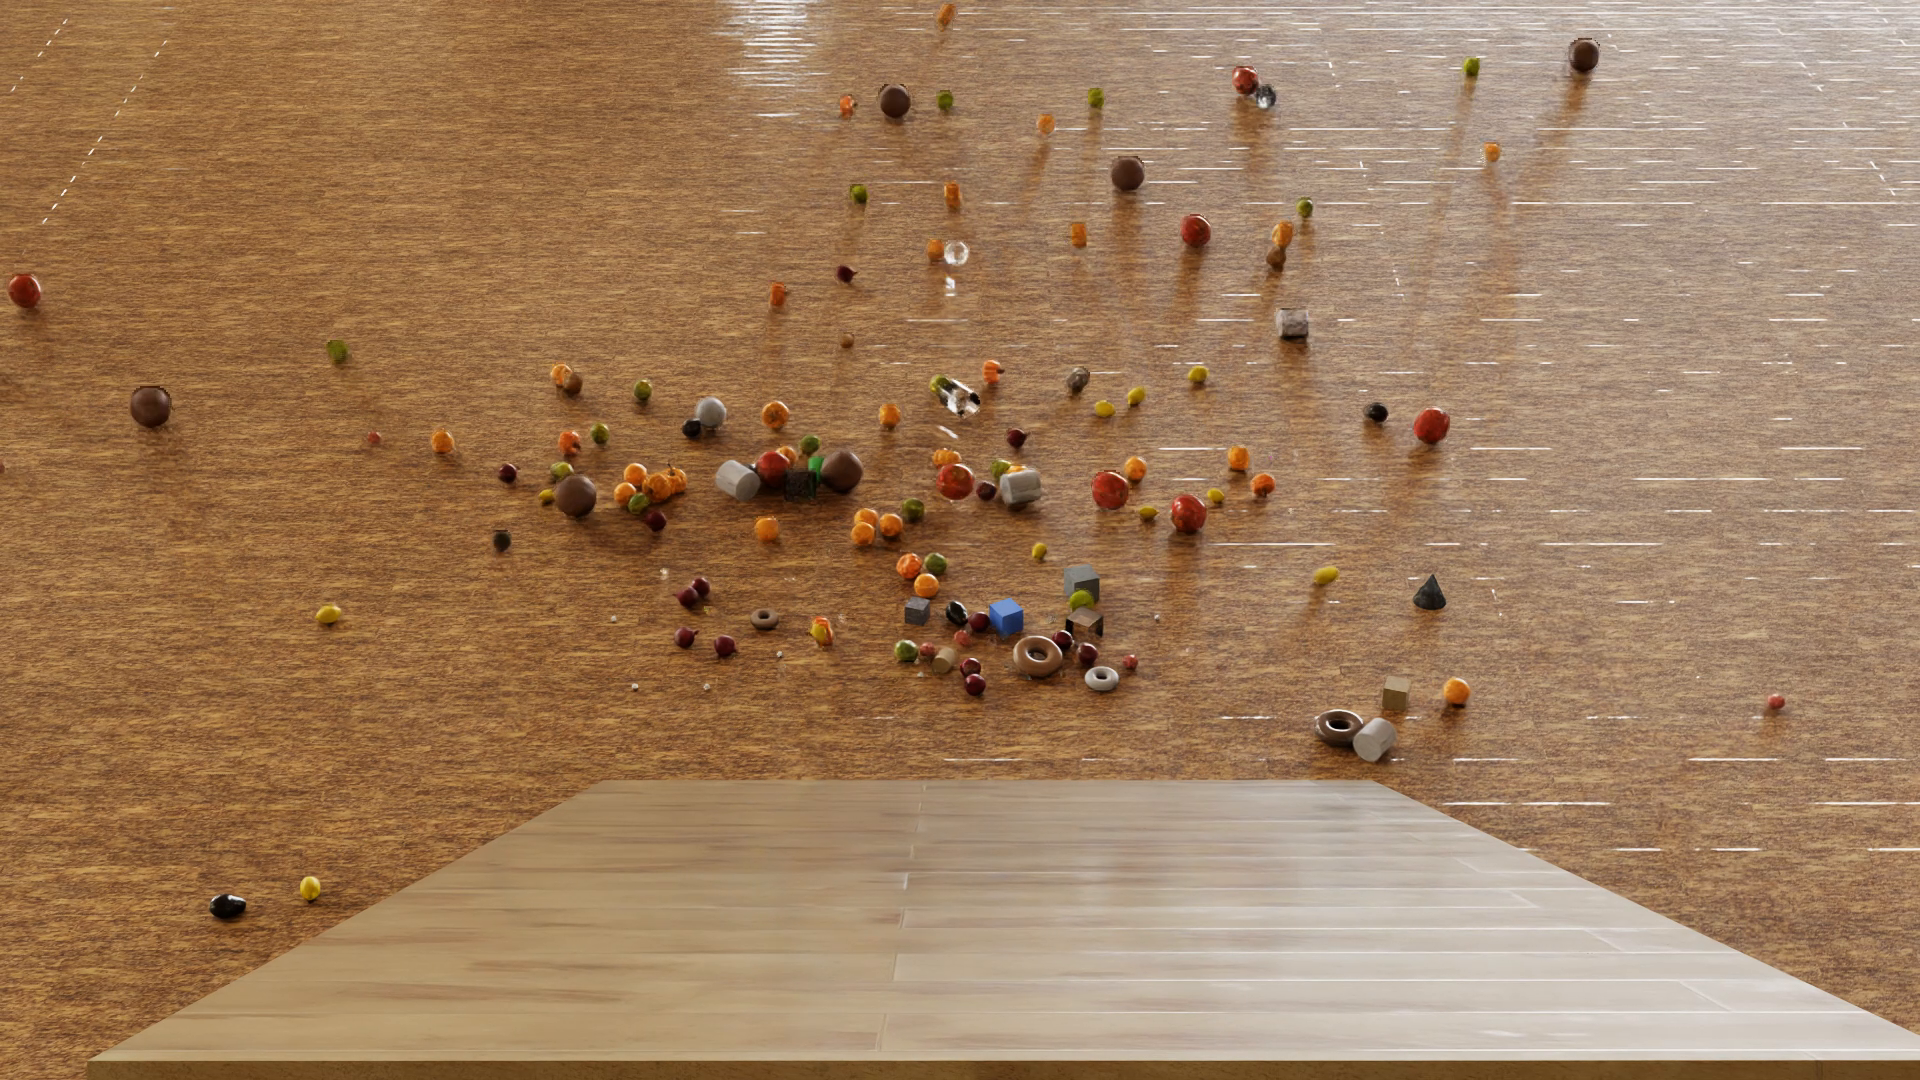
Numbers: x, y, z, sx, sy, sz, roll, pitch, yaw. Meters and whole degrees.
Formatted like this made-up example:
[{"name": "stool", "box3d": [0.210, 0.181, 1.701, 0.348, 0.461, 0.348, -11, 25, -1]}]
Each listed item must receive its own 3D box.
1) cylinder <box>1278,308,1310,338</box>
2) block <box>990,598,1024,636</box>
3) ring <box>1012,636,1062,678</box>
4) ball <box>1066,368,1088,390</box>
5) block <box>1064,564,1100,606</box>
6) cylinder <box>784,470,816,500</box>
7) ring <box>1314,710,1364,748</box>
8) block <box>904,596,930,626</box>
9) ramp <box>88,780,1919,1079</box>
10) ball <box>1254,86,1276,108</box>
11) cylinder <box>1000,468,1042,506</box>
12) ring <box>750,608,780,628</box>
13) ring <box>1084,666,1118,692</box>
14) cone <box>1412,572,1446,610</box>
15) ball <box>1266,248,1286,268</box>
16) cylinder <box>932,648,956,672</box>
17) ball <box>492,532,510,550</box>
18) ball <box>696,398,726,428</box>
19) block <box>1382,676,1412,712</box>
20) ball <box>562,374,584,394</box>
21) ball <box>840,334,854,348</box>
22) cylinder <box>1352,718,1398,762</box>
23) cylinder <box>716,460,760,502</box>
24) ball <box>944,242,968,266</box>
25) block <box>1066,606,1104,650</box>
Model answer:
[{"name": "cylinder", "box3d": [1.148, -0.748, 8.939, 0.094, 0.094, 0.094, -3, 33, -4]}, {"name": "block", "box3d": [0.133, 0.223, 7.460, 0.071, 0.071, 0.071, -18, 37, -26]}, {"name": "ring", "box3d": [0.219, 0.328, 7.306, 0.144, 0.048, 0.144, 6, 44, -6]}, {"name": "ball", "box3d": [0.390, -0.535, 8.628, 0.075, 0.075, 0.075, 0, 33, 0]}, {"name": "block", "box3d": [0.356, 0.130, 7.596, 0.079, 0.079, 0.079, -11, 35, -17]}, {"name": "cylinder", "box3d": [-0.496, -0.170, 8.047, 0.092, 0.092, 0.092, 0, 33, 0]}, {"name": "ring", "box3d": [1.031, 0.511, 7.037, 0.141, 0.047, 0.141, -1, 32, 1]}, {"name": "block", "box3d": [-0.123, 0.206, 7.499, 0.057, 0.057, 0.057, 11, 35, 17]}, {"name": "ramp", "box3d": [0.073, 0.639, 4.751, 2.000, 0.100, 4.000, 0, -1, 0]}, {"name": "ball", "box3d": [1.246, -1.806, 10.577, 0.091, 0.091, 0.091, 0, 33, 0]}, {"name": "cylinder", "box3d": [0.188, -0.163, 8.030, 0.099, 0.099, 0.099, -12, 35, -17]}, {"name": "ring", "box3d": [-0.565, 0.228, 7.493, 0.084, 0.028, 0.084, -1, 32, 0]}, {"name": "ring", "box3d": [0.396, 0.388, 7.242, 0.096, 0.032, 0.096, 1, 33, -1]}, {"name": "cone", "box3d": [1.375, 0.137, 7.568, 0.098, 0.098, 0.098, 0, 33, 0]}, {"name": "ball", "box3d": [1.144, -1.021, 9.382, 0.072, 0.072, 0.072, 0, 33, 0]}, {"name": "cylinder", "box3d": [-0.044, 0.338, 7.299, 0.053, 0.053, 0.053, 12, 32, 18]}, {"name": "ball", "box3d": [-1.382, 0.003, 7.814, 0.056, 0.056, 0.056, 0, 33, 0]}, {"name": "ball", "box3d": [-0.807, -0.410, 8.412, 0.099, 0.099, 0.099, 0, 33, 0]}, {"name": "block", "box3d": [1.205, 0.423, 7.157, 0.064, 0.064, 0.064, 11, 34, 16]}, {"name": "ball", "box3d": [-1.284, -0.518, 8.606, 0.069, 0.069, 0.069, 0, 33, 0]}, {"name": "ball", "box3d": [-0.387, -0.681, 8.877, 0.050, 0.050, 0.050, 0, 33, 0]}, {"name": "cylinder", "box3d": [1.114, 0.536, 6.963, 0.086, 0.086, 0.086, 23, 39, 31]}, {"name": "cylinder", "box3d": [-0.692, -0.183, 8.063, 0.098, 0.098, 0.098, -28, 42, -36]}, {"name": "ball", "box3d": [-0.013, -1.038, 9.394, 0.087, 0.087, 0.087, 0, 33, 0]}, {"name": "block", "box3d": [0.355, 0.251, 7.411, 0.077, 0.077, 0.077, 21, 39, 29]}]
